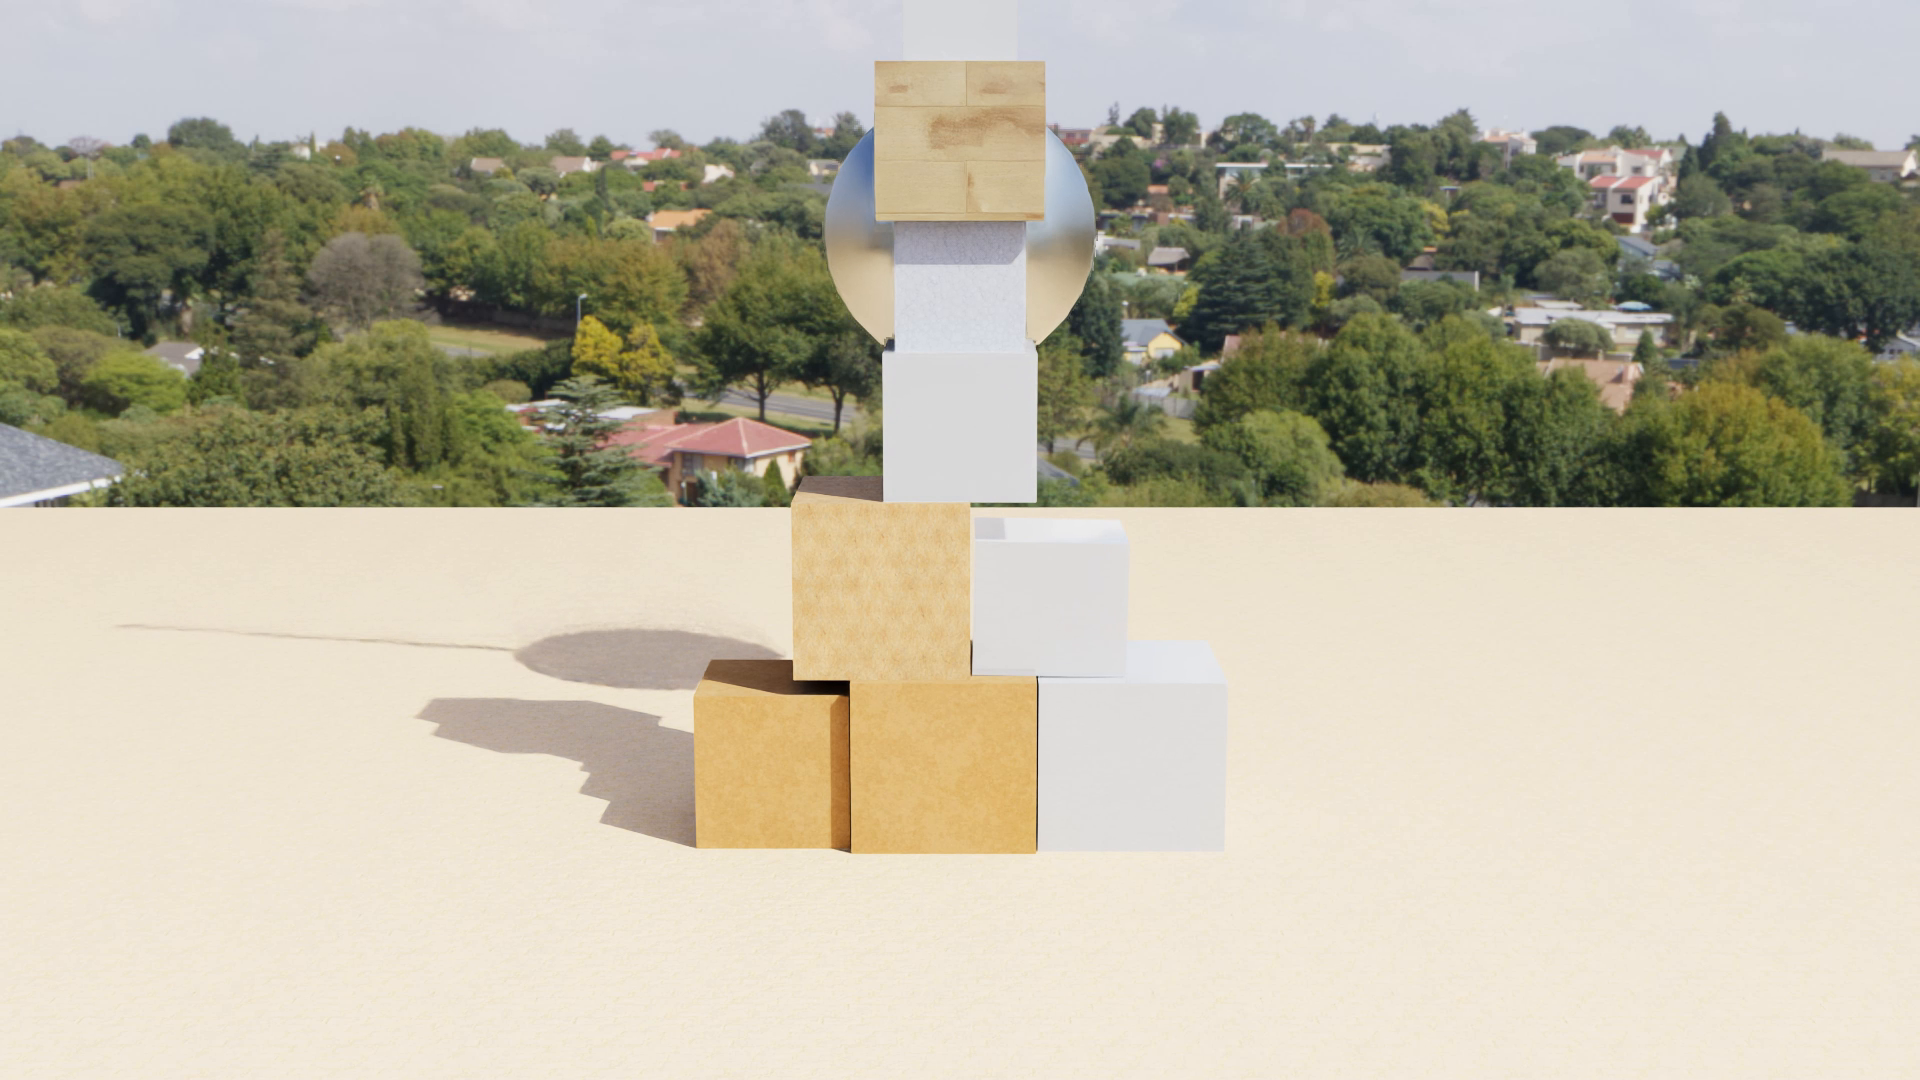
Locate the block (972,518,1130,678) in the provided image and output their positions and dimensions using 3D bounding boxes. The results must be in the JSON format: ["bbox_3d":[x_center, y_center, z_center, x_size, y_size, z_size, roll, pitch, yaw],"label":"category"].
[{"bbox_3d":[0.450,0.283,11.241,0.763,0.676,0.705,1,10,0],"label":"block"}]

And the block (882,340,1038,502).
[{"bbox_3d":[0.000,-0.612,11.064,0.748,0.728,0.775,0,10,0],"label":"block"}]

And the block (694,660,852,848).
[{"bbox_3d":[-0.937,1.092,11.359,0.772,0.786,0.793,0,10,0],"label":"block"}]

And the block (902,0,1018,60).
[{"bbox_3d":[0.000,-2.549,10.713,0.548,0.446,0.501,0,10,0],"label":"block"}]

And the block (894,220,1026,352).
[{"bbox_3d":[0.000,-1.285,10.956,0.634,0.637,0.589,0,10,0],"label":"block"}]

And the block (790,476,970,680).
[{"bbox_3d":[-0.386,0.178,11.232,0.874,0.885,0.897,0,10,0],"label":"block"}]

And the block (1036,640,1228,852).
[{"bbox_3d":[0.856,1.048,11.386,0.934,0.865,0.950,0,10,0],"label":"block"}]

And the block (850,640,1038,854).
[{"bbox_3d":[-0.081,1.050,11.351,0.920,0.874,0.956,0,10,0],"label":"block"}]

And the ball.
[{"bbox_3d":[0.000,-1.806,12.960,1.600,1.600,1.600,0,10,0],"label":"ball"}]

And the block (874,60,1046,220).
[{"bbox_3d":[0.000,-1.966,10.837,0.809,0.745,0.843,0,10,0],"label":"block"}]
